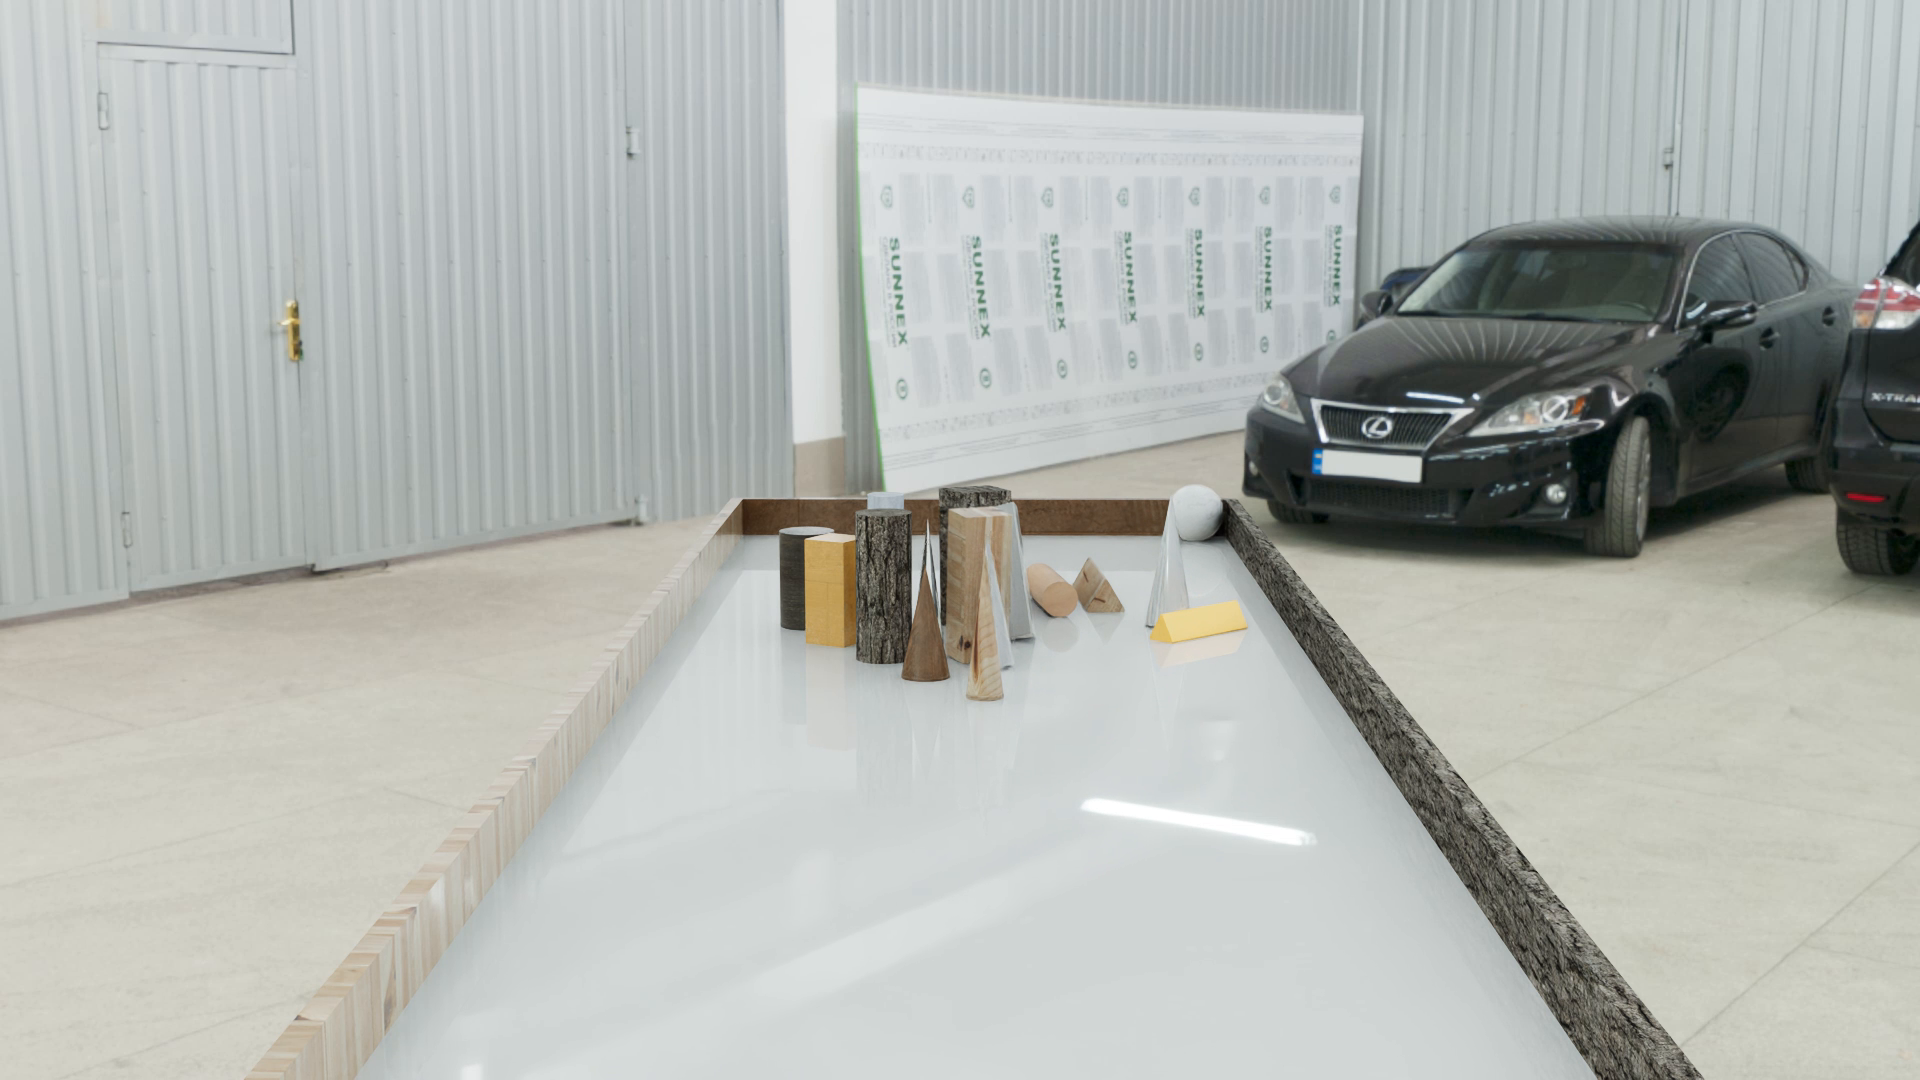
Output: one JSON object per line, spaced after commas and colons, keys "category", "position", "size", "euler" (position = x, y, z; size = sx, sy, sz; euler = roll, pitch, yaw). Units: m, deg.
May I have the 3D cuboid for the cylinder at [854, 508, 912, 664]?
{"category": "cylinder", "position": [-0.232, 0.139, 6.691], "size": [0.172, 0.451, 0.172], "euler": [0, 9, 0]}

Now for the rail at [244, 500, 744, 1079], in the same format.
{"category": "rail", "position": [-1.004, 0.839, 3.234], "size": [0.050, 0.150, 12.000], "euler": [0, 9, 1]}

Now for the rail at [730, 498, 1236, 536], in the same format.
{"category": "rail", "position": [0.099, -0.098, 9.147], "size": [2.100, 0.150, 0.050], "euler": [0, 9, 1]}

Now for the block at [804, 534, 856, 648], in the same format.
{"category": "block", "position": [-0.389, 0.158, 6.952], "size": [0.144, 0.333, 0.144], "euler": [5, 10, 30]}

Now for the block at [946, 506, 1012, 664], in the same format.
{"category": "block", "position": [0.056, 0.136, 6.685], "size": [0.148, 0.451, 0.148], "euler": [-4, 13, -21]}

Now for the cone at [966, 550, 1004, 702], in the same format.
{"category": "cone", "position": [0.070, 0.236, 6.178], "size": [0.109, 0.421, 0.109], "euler": [0, 9, 0]}

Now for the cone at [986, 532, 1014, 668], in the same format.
{"category": "cone", "position": [0.093, 0.173, 6.593], "size": [0.117, 0.405, 0.117], "euler": [-3, 5, 0]}

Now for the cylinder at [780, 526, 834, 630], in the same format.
{"category": "cylinder", "position": [-0.502, 0.125, 7.213], "size": [0.180, 0.315, 0.180], "euler": [0, 9, 0]}

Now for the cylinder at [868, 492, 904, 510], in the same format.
{"category": "cylinder", "position": [-0.241, 0.069, 7.165], "size": [0.119, 0.441, 0.119], "euler": [0, 9, 0]}

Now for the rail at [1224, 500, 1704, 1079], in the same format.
{"category": "rail", "position": [1.046, 0.843, 3.208], "size": [0.050, 0.150, 12.000], "euler": [0, 9, 1]}

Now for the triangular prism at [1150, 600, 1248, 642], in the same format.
{"category": "triangular prism", "position": [0.772, 0.258, 7.094], "size": [0.361, 0.085, 0.098], "euler": [-8, 12, -41]}

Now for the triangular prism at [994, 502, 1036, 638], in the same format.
{"category": "triangular prism", "position": [0.180, 0.100, 7.034], "size": [0.126, 0.423, 0.109], "euler": [-14, -10, 35]}

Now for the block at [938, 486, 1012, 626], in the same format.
{"category": "block", "position": [0.050, 0.060, 7.172], "size": [0.179, 0.453, 0.179], "euler": [-4, 8, -23]}

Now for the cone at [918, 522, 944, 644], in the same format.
{"category": "cone", "position": [-0.101, 0.127, 6.925], "size": [0.102, 0.402, 0.102], "euler": [0, 9, 0]}

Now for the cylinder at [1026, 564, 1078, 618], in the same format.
{"category": "cylinder", "position": [0.307, 0.170, 7.551], "size": [0.121, 0.121, 0.380], "euler": [-1, 9, -9]}

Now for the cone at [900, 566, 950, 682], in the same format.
{"category": "cone", "position": [-0.101, 0.237, 6.447], "size": [0.147, 0.334, 0.147], "euler": [0, 9, 0]}

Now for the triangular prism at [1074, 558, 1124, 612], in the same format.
{"category": "triangular prism", "position": [0.480, 0.152, 7.676], "size": [0.128, 0.111, 0.457], "euler": [-1, 9, -4]}

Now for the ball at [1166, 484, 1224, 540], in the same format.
{"category": "ball", "position": [0.961, -0.112, 8.976], "size": [0.232, 0.232, 0.232], "euler": [0, 9, 0]}

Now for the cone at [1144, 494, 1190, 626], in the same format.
{"category": "cone", "position": [0.689, 0.060, 7.214], "size": [0.158, 0.436, 0.158], "euler": [1, 6, 0]}
